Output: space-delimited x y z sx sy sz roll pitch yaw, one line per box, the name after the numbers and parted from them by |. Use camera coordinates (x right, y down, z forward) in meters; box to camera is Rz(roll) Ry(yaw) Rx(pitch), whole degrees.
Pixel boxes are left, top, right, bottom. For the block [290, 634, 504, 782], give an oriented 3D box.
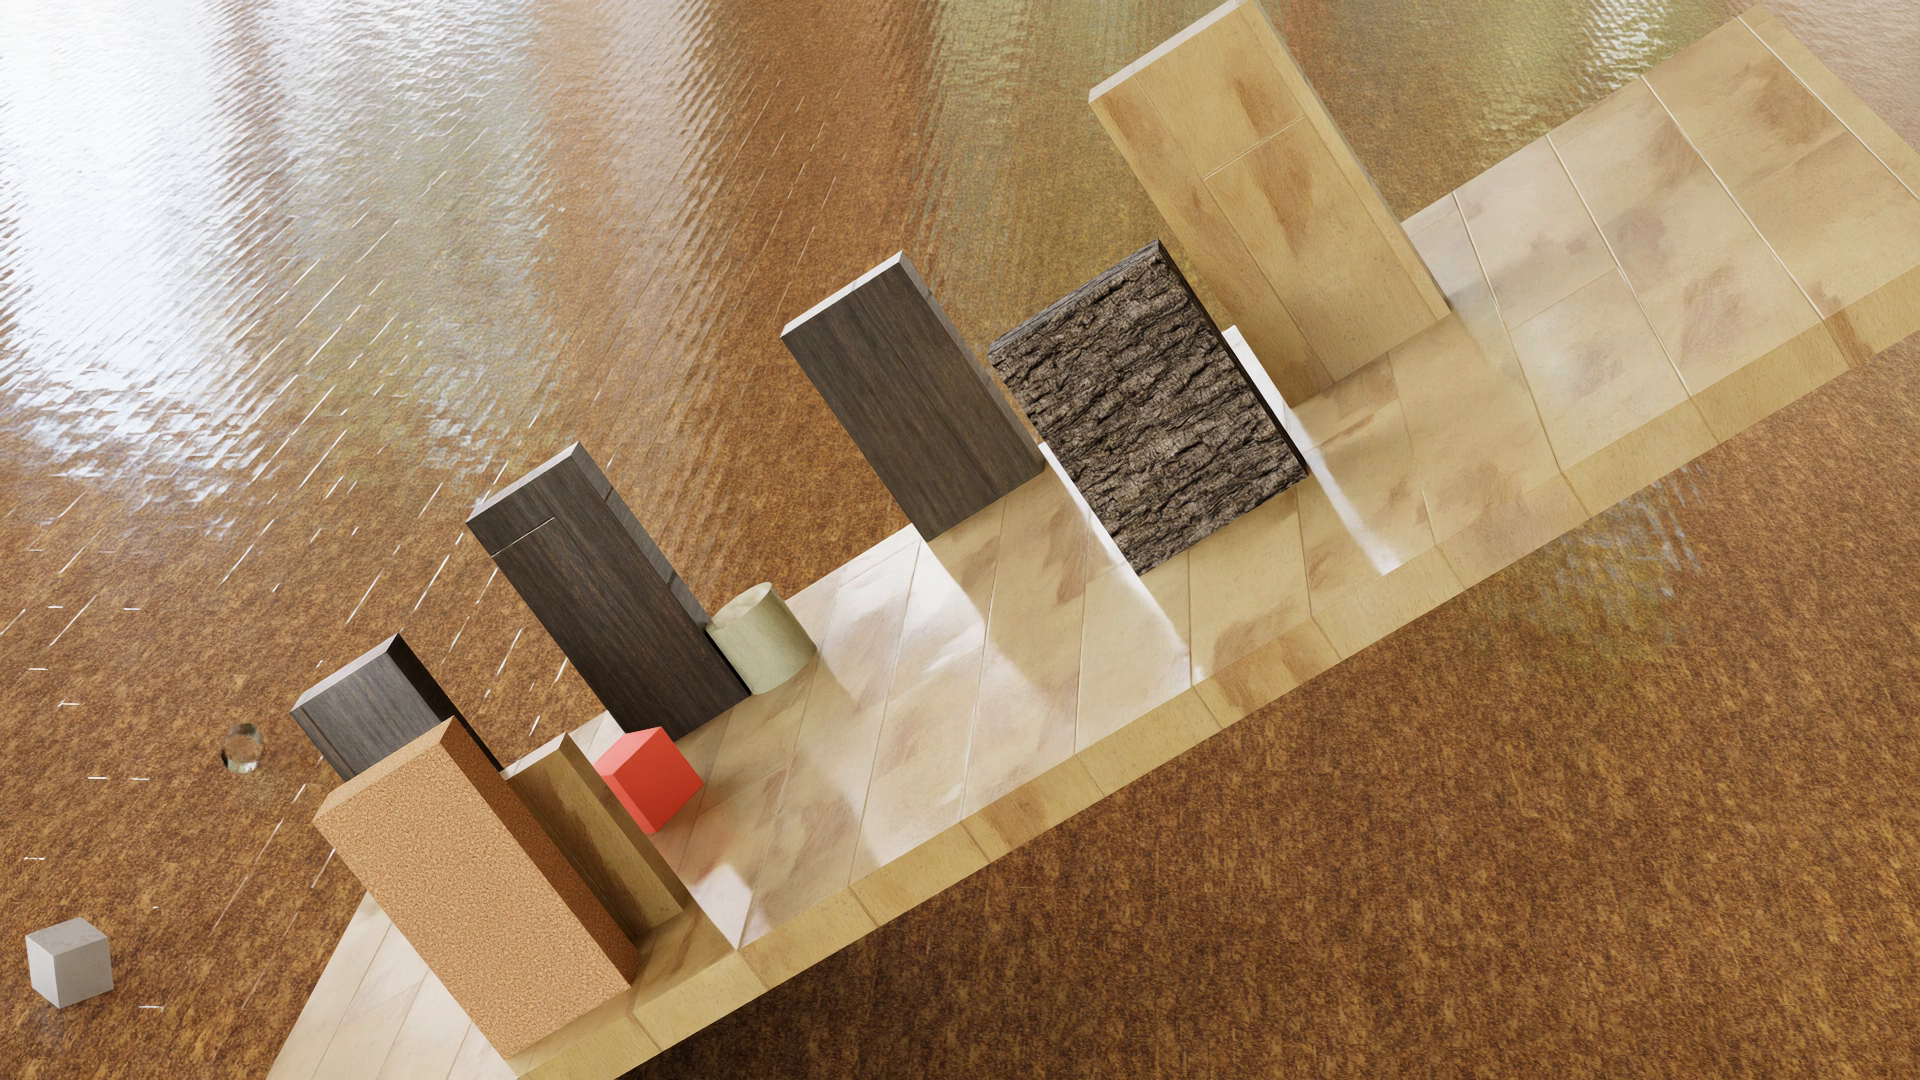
-1.154 0.547 6.470 0.269 0.659 0.106 -31 16 14 | block

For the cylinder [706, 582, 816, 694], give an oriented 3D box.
-0.463 0.229 6.862 0.187 0.187 0.187 -33 15 10 | cylinder

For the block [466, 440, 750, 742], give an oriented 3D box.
-0.811 0.145 6.862 0.305 0.707 0.103 -31 16 14 | block

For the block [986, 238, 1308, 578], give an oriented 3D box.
0.374 -0.259 5.849 0.399 0.550 0.098 -31 16 14 | block

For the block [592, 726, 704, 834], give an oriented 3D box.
-0.707 0.536 6.496 0.165 0.165 0.165 -15 25 52 | block

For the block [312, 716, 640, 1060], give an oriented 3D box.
-0.929 0.676 5.688 0.309 0.612 0.125 -31 16 14 | block

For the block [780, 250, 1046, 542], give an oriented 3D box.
-0.108 -0.338 7.000 0.339 0.613 0.104 -31 16 14 | block

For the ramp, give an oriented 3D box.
0.138 0.172 6.299 4.000 0.100 2.000 -31 16 14 | ramp

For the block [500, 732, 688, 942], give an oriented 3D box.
-0.839 0.664 5.899 0.416 0.420 0.081 -31 16 14 | block

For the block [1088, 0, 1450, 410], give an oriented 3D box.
0.651 -0.711 6.170 0.394 0.787 0.131 -31 16 14 | block

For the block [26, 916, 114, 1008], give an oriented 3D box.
-2.156 1.023 7.123 0.143 0.143 0.143 -18 27 -39 | block
